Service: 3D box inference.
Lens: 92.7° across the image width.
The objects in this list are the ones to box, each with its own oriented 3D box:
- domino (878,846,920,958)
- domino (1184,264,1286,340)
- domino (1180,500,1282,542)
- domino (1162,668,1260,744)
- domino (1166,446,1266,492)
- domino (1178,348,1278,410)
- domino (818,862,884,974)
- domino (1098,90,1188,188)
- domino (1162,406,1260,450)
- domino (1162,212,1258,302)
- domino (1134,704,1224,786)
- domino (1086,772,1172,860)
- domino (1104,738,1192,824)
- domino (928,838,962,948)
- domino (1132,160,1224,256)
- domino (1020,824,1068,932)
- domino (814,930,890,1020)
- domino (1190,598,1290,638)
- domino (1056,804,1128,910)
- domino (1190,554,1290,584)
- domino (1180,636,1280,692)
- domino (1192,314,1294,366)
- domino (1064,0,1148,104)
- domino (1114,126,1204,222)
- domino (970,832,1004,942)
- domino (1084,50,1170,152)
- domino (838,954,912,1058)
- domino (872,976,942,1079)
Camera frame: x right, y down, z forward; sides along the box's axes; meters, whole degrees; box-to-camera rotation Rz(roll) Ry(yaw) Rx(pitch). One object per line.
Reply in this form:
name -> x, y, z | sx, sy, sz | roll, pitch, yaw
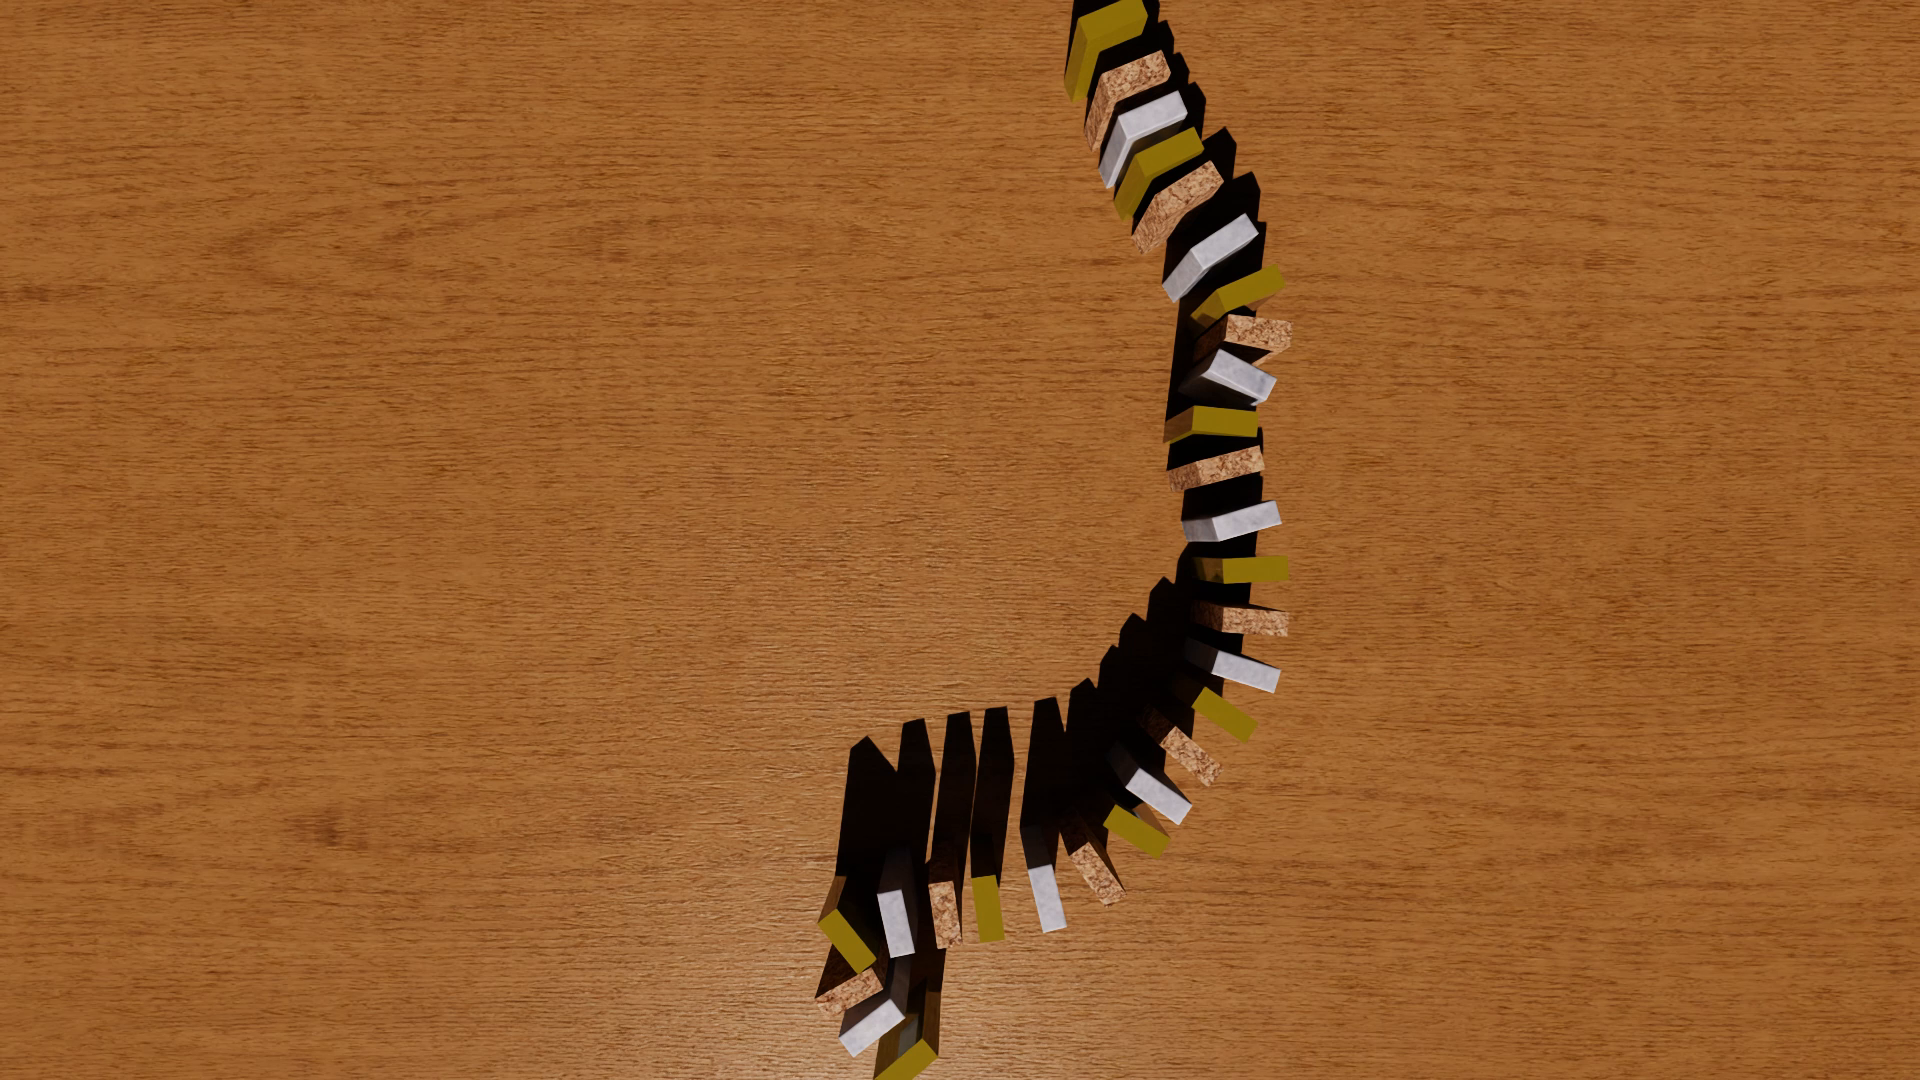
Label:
domino -> -0.024, 0.146, 0.375 | 0.010, 0.050, 0.025 | -12, 90, 0
domino -> 0.111, -0.096, 0.375 | 0.025, 0.050, 0.010 | -24, 90, 0
domino -> 0.110, -0.007, 0.375 | 0.025, 0.050, 0.010 | -16, 90, 0
domino -> 0.101, 0.067, 0.375 | 0.025, 0.050, 0.010 | 34, 90, 0
domino -> 0.103, -0.028, 0.375 | 0.025, 0.050, 0.009 | -14, 90, 0
domino -> 0.108, -0.063, 0.375 | 0.025, 0.050, 0.009 | 28, 90, 0
domino -> -0.043, 0.153, 0.375 | 0.009, 0.050, 0.025 | -39, 90, 0
domino -> 0.074, -0.163, 0.375 | 0.025, 0.050, 0.010 | -23, 90, 0
domino -> 0.101, -0.045, 0.375 | 0.025, 0.050, 0.010 | 6, 90, 0
domino -> 0.101, -0.114, 0.375 | 0.025, 0.050, 0.009 | -33, 90, 0
domino -> 0.089, 0.083, 0.375 | 0.025, 0.050, 0.010 | 41, 90, 0
domino -> 0.068, 0.112, 0.375 | 0.025, 0.050, 0.009 | 32, 90, 0
domino -> 0.076, 0.098, 0.375 | 0.025, 0.050, 0.009 | 35, 90, 0
domino -> -0.006, 0.143, 0.375 | 0.009, 0.050, 0.025 | -8, 90, 0
domino -> 0.088, -0.135, 0.375 | 0.025, 0.050, 0.010 | -32, 90, 0
domino -> 0.033, 0.137, 0.375 | 0.009, 0.050, 0.025 | -14, 90, 0
domino -> -0.042, 0.173, 0.375 | 0.025, 0.050, 0.009 | -29, 90, 0
domino -> 0.113, 0.031, 0.375 | 0.025, 0.050, 0.010 | 4, 90, 0
domino -> 0.053, 0.128, 0.375 | 0.009, 0.050, 0.025 | -36, 90, 0
domino -> 0.113, 0.011, 0.375 | 0.025, 0.050, 0.009 | -3, 90, 0
domino -> 0.109, 0.050, 0.375 | 0.025, 0.050, 0.009 | 17, 90, 0
domino -> 0.114, -0.080, 0.375 | 0.025, 0.050, 0.010 | 7, 90, 0
domino -> 0.059, -0.200, 0.375 | 0.025, 0.050, 0.010 | -23, 90, 0
domino -> 0.080, -0.148, 0.375 | 0.025, 0.050, 0.010 | -26, 90, 0
domino -> 0.011, 0.141, 0.375 | 0.009, 0.050, 0.025 | -8, 90, 0
domino -> 0.067, -0.178, 0.375 | 0.025, 0.050, 0.009 | -22, 90, 0
domino -> -0.034, 0.186, 0.375 | 0.025, 0.050, 0.010 | -38, 90, 0
domino -> -0.021, 0.202, 0.375 | 0.025, 0.050, 0.009 | -40, 90, 0
